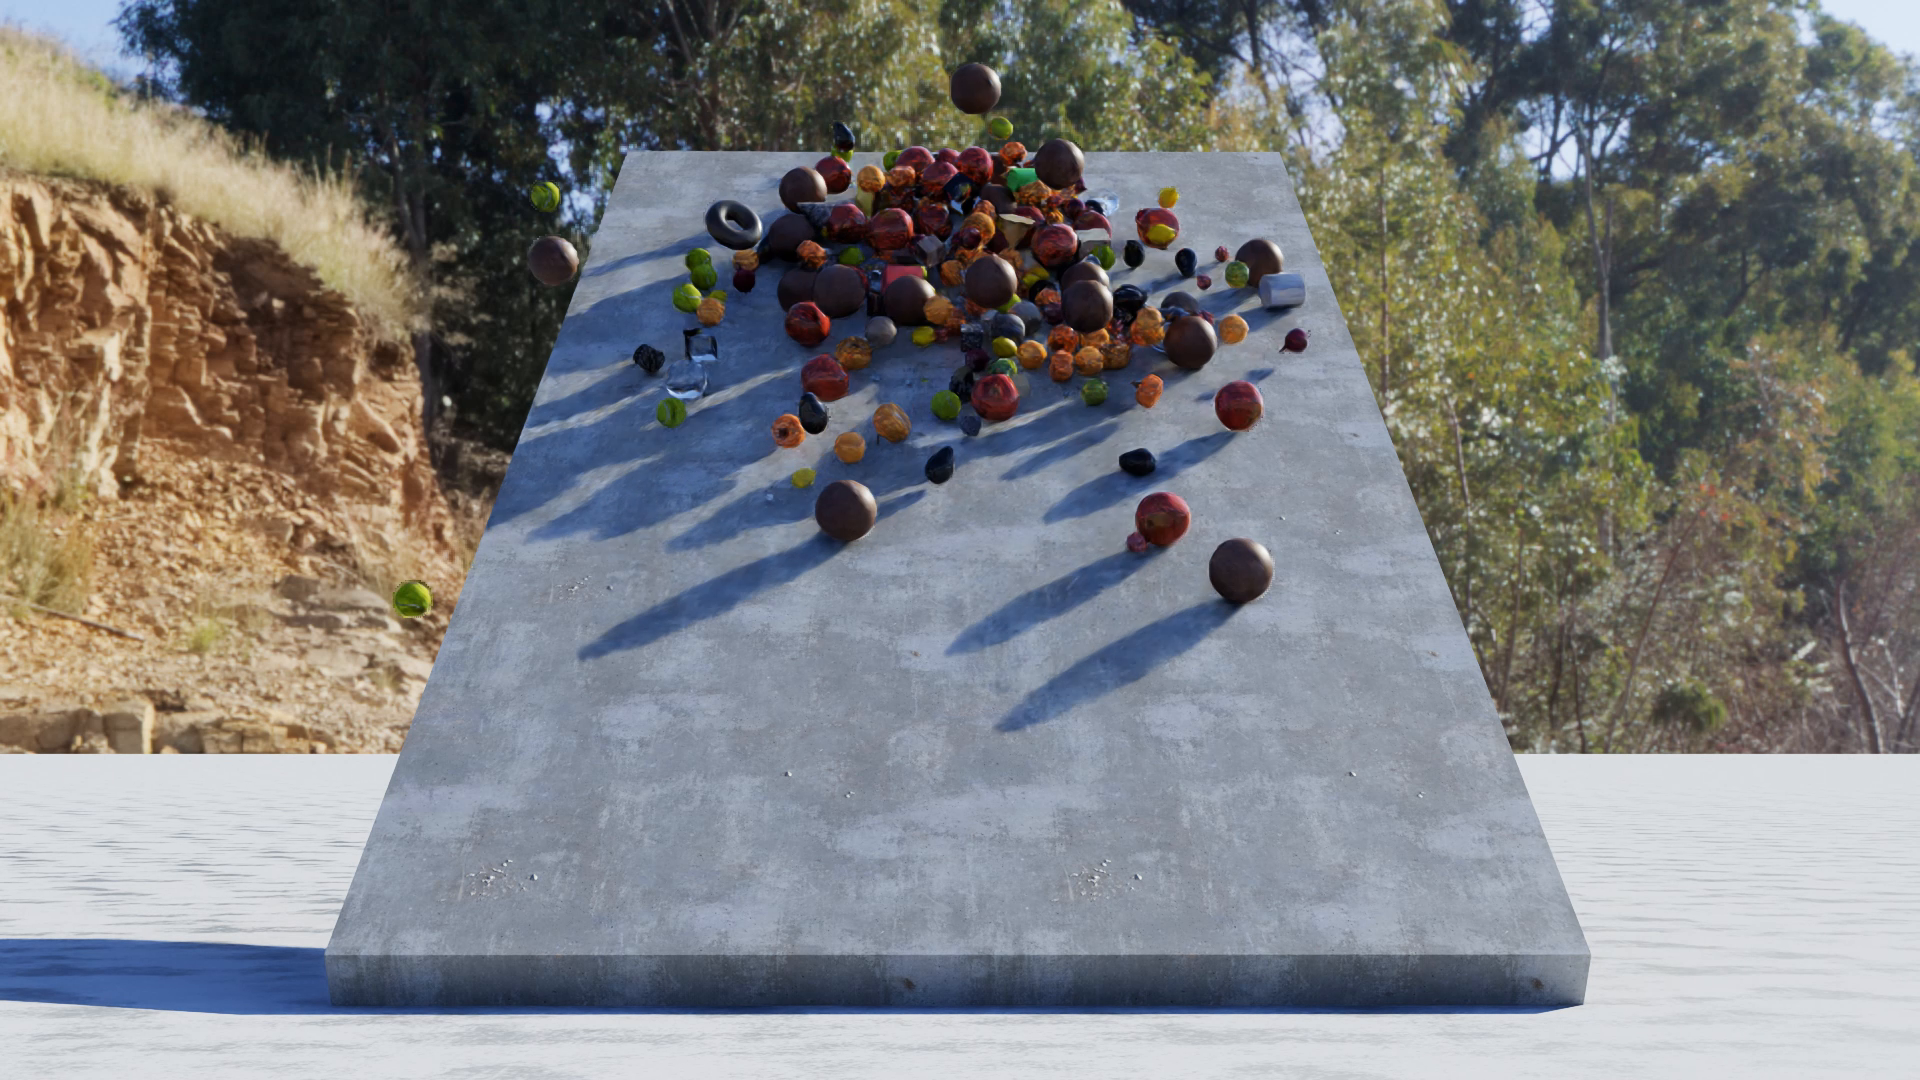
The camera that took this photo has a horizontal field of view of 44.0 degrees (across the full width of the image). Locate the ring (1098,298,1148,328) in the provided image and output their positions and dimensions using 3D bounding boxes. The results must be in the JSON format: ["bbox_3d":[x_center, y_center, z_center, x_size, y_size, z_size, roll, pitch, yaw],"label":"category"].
[{"bbox_3d":[0.417,-0.582,6.080,0.131,0.044,0.131,-5,29,3],"label":"ring"}]

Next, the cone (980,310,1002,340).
[{"bbox_3d":[0.064,-0.538,6.006,0.078,0.078,0.078,3,-5,-31],"label":"cone"}]

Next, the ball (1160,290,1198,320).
[{"bbox_3d":[0.556,-0.585,6.034,0.096,0.096,0.096,0,-5,0],"label":"ball"}]

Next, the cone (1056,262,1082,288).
[{"bbox_3d":[0.285,-0.707,6.322,0.067,0.067,0.067,1,10,-7],"label":"cone"}]

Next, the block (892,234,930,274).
[{"bbox_3d":[-0.120,-0.760,6.318,0.076,0.076,0.076,5,-29,37],"label":"block"}]

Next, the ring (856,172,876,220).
[{"bbox_3d":[-0.264,-0.954,6.599,0.046,0.138,0.138,5,-5,-6],"label":"ring"}]

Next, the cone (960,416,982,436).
[{"bbox_3d":[0.036,-0.273,5.471,0.055,0.055,0.055,-4,24,36],"label":"cone"}]

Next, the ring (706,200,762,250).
[{"bbox_3d":[-0.559,-0.780,5.886,0.148,0.148,0.049,3,-35,-30],"label":"ring"}]

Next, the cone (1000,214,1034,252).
[{"bbox_3d":[0.143,-0.813,6.366,0.096,0.096,0.096,10,18,-3],"label":"cone"}]

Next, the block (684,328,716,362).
[{"bbox_3d":[-0.620,-0.466,5.678,0.060,0.060,0.060,-9,27,-21],"label":"block"}]

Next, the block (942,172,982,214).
[{"bbox_3d":[0.005,-0.942,6.461,0.068,0.068,0.068,39,-14,33],"label":"block"}]

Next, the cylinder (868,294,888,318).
[{"bbox_3d":[-0.208,-0.594,6.035,0.053,0.053,0.053,2,13,0],"label":"cylinder"}]

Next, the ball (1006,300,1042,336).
[{"bbox_3d":[0.161,-0.557,5.985,0.090,0.090,0.090,0,-5,0],"label":"ball"}]

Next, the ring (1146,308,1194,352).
[{"bbox_3d":[0.524,-0.523,5.917,0.124,0.124,0.041,-2,-32,22],"label":"ring"}]

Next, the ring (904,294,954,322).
[{"bbox_3d":[-0.079,-0.593,6.088,0.130,0.043,0.130,-9,24,4],"label":"ring"}]

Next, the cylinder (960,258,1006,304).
[{"bbox_3d":[0.059,-0.670,6.168,0.094,0.094,0.094,-21,-6,2],"label":"cylinder"}]

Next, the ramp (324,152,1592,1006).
[{"bbox_3d":[-0.011,-0.225,5.550,2.000,0.100,4.000,0,28,0],"label":"ramp"}]

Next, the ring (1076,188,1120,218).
[{"bbox_3d":[0.393,-0.965,6.805,0.126,0.042,0.126,-3,39,2],"label":"ring"}]

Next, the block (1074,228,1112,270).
[{"bbox_3d":[0.358,-0.785,6.427,0.084,0.084,0.084,-3,29,-7],"label":"block"}]

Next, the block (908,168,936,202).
[{"bbox_3d":[-0.106,-1.027,6.880,0.061,0.061,0.061,28,-47,6],"label":"block"}]

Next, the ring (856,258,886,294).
[{"bbox_3d":[-0.219,-0.687,6.212,0.111,0.037,0.111,8,-47,9],"label":"ring"}]

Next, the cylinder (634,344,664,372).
[{"bbox_3d":[-0.755,-0.441,5.772,0.054,0.054,0.054,4,15,-40],"label":"cylinder"}]

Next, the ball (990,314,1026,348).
[{"bbox_3d":[0.119,-0.520,5.913,0.088,0.088,0.088,0,-5,0],"label":"ball"}]

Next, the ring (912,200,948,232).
[{"bbox_3d":[-0.084,-0.909,6.681,0.109,0.109,0.036,-2,-40,26],"label":"ring"}]

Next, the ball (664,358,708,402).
[{"bbox_3d":[-0.648,-0.379,5.626,0.100,0.100,0.100,0,-5,0],"label":"ball"}]

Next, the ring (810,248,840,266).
[{"bbox_3d":[-0.364,-0.753,6.409,0.080,0.080,0.027,0,-39,-5],"label":"ring"}]

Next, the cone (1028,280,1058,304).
[{"bbox_3d":[0.205,-0.631,6.180,0.082,0.082,0.082,1,-1,-16],"label":"cone"}]

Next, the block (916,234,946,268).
[{"bbox_3d":[-0.075,-0.747,6.155,0.053,0.053,0.053,-28,-38,-21],"label":"block"}]

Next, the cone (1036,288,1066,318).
[{"bbox_3d":[0.249,-0.605,6.133,0.079,0.079,0.079,11,-11,-44],"label":"cone"}]

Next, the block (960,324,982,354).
[{"bbox_3d":[0.029,-0.500,5.913,0.054,0.054,0.054,0,28,-1],"label":"block"}]

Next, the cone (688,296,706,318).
[{"bbox_3d":[-0.667,-0.588,6.110,0.052,0.052,0.052,-18,-32,-12],"label":"cone"}]

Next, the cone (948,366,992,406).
[{"bbox_3d":[0.041,-0.354,5.643,0.098,0.098,0.098,15,-13,-35],"label":"cone"}]

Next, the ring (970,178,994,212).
[{"bbox_3d":[0.052,-0.989,6.817,0.103,0.103,0.034,-5,-24,43],"label":"ring"}]

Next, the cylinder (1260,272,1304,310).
[{"bbox_3d":[0.833,-0.646,6.158,0.090,0.090,0.090,-7,-3,-13],"label":"cylinder"}]

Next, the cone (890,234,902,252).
[{"bbox_3d":[-0.164,-0.799,6.512,0.067,0.067,0.067,1,0,-13],"label":"cone"}]

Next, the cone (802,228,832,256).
[{"bbox_3d":[-0.401,-0.828,6.471,0.083,0.083,0.083,-1,-25,15],"label":"cone"}]

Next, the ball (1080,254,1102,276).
[{"bbox_3d":[0.339,-0.713,6.176,0.055,0.055,0.055,0,-5,0],"label":"ball"}]

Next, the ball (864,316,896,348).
[{"bbox_3d":[-0.194,-0.509,5.811,0.078,0.078,0.078,0,-5,0],"label":"ball"}]

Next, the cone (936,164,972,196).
[{"bbox_3d":[-0.010,-1.026,6.743,0.097,0.097,0.097,-9,-3,-14],"label":"cone"}]

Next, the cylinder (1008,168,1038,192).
[{"bbox_3d":[0.176,-1.003,6.636,0.065,0.065,0.065,-4,-3,-23],"label":"cylinder"}]
